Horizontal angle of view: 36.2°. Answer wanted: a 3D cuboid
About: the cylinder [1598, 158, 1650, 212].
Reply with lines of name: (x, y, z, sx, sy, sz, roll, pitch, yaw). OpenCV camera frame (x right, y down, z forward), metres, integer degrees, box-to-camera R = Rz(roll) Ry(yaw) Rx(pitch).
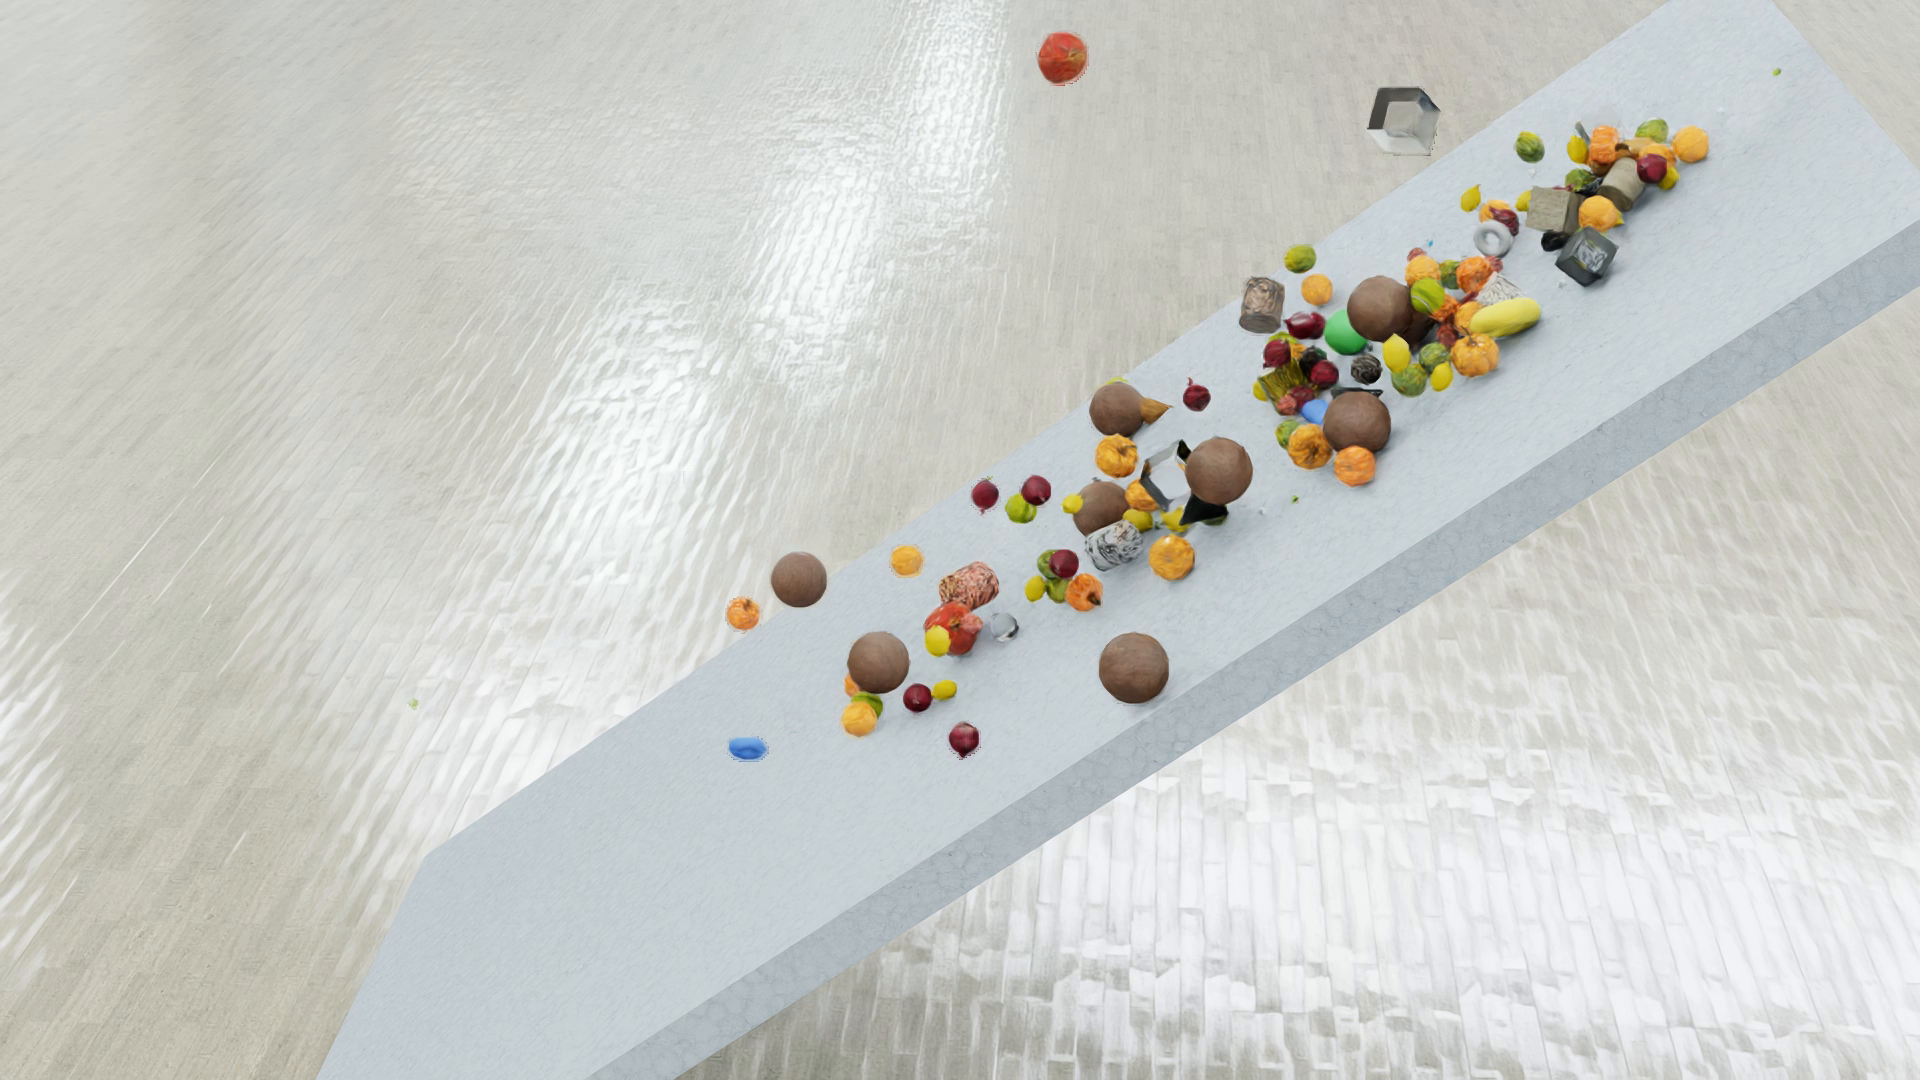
cylinder: (1.293, -0.693, 5.732, 0.074, 0.074, 0.074, 19, 66, 38)

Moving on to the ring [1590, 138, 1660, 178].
ring: (1.327, -0.760, 5.861, 0.142, 0.047, 0.142, -12, -11, -2)

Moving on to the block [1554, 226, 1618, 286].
block: (1.184, -0.536, 5.555, 0.072, 0.072, 0.072, 35, -18, -9)

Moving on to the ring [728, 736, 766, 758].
ring: (-0.469, 0.458, 6.483, 0.084, 0.084, 0.028, 1, 63, 3)

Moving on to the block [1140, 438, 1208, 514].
block: (0.428, -0.127, 5.898, 0.091, 0.091, 0.091, -32, 20, 28)

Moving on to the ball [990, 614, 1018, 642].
ball: (0.092, 0.181, 6.104, 0.058, 0.058, 0.058, 0, 23, 0)

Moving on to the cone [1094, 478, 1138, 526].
cone: (0.315, -0.099, 6.310, 0.098, 0.098, 0.098, -36, 16, 12)

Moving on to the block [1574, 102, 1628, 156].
block: (1.272, -0.814, 5.835, 0.071, 0.071, 0.071, -30, -6, 3)

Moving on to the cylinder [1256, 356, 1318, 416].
cylinder: (0.676, -0.319, 6.089, 0.092, 0.092, 0.092, -31, 6, 4)

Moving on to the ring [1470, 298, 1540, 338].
ring: (1.036, -0.421, 5.587, 0.137, 0.046, 0.137, -14, -11, -3)

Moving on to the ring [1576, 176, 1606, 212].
ring: (1.276, -0.691, 5.841, 0.139, 0.046, 0.139, -24, 6, 3)

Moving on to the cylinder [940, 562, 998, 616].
cylinder: (0.019, 0.104, 6.268, 0.091, 0.091, 0.091, 17, 30, 36)

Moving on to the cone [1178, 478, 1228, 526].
cone: (0.458, -0.055, 5.743, 0.092, 0.092, 0.092, -39, 33, -9)

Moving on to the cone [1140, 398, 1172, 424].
cone: (0.441, -0.290, 6.489, 0.062, 0.062, 0.062, -10, 15, 32)

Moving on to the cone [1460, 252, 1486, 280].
cone: (1.046, -0.573, 6.062, 0.054, 0.054, 0.054, -34, 16, 11)

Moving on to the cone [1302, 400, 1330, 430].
cone: (0.722, -0.241, 5.917, 0.060, 0.060, 0.060, -4, 46, -9)

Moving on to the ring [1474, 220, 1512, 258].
ring: (1.091, -0.616, 6.025, 0.081, 0.081, 0.027, 12, 31, 27)

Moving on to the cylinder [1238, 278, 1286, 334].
cylinder: (0.662, -0.512, 6.440, 0.090, 0.090, 0.090, 5, 66, 13)

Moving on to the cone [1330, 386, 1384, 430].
cone: (0.788, -0.276, 5.786, 0.097, 0.097, 0.097, -21, 20, 10)

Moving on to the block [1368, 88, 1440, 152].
block: (0.916, -0.867, 6.074, 0.098, 0.098, 0.098, 6, -18, 37)

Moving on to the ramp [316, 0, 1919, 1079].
ramp: (0.129, 0.179, 6.322, 4.000, 0.100, 2.000, -34, 16, 17)

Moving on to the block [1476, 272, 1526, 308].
block: (1.049, -0.473, 5.704, 0.065, 0.065, 0.065, 34, 10, -4)

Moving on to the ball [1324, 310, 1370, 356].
ball: (0.807, -0.434, 6.137, 0.096, 0.096, 0.096, 0, 23, 0)

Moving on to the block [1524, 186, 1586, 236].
block: (1.167, -0.643, 5.763, 0.081, 0.081, 0.081, 14, 5, 34)
